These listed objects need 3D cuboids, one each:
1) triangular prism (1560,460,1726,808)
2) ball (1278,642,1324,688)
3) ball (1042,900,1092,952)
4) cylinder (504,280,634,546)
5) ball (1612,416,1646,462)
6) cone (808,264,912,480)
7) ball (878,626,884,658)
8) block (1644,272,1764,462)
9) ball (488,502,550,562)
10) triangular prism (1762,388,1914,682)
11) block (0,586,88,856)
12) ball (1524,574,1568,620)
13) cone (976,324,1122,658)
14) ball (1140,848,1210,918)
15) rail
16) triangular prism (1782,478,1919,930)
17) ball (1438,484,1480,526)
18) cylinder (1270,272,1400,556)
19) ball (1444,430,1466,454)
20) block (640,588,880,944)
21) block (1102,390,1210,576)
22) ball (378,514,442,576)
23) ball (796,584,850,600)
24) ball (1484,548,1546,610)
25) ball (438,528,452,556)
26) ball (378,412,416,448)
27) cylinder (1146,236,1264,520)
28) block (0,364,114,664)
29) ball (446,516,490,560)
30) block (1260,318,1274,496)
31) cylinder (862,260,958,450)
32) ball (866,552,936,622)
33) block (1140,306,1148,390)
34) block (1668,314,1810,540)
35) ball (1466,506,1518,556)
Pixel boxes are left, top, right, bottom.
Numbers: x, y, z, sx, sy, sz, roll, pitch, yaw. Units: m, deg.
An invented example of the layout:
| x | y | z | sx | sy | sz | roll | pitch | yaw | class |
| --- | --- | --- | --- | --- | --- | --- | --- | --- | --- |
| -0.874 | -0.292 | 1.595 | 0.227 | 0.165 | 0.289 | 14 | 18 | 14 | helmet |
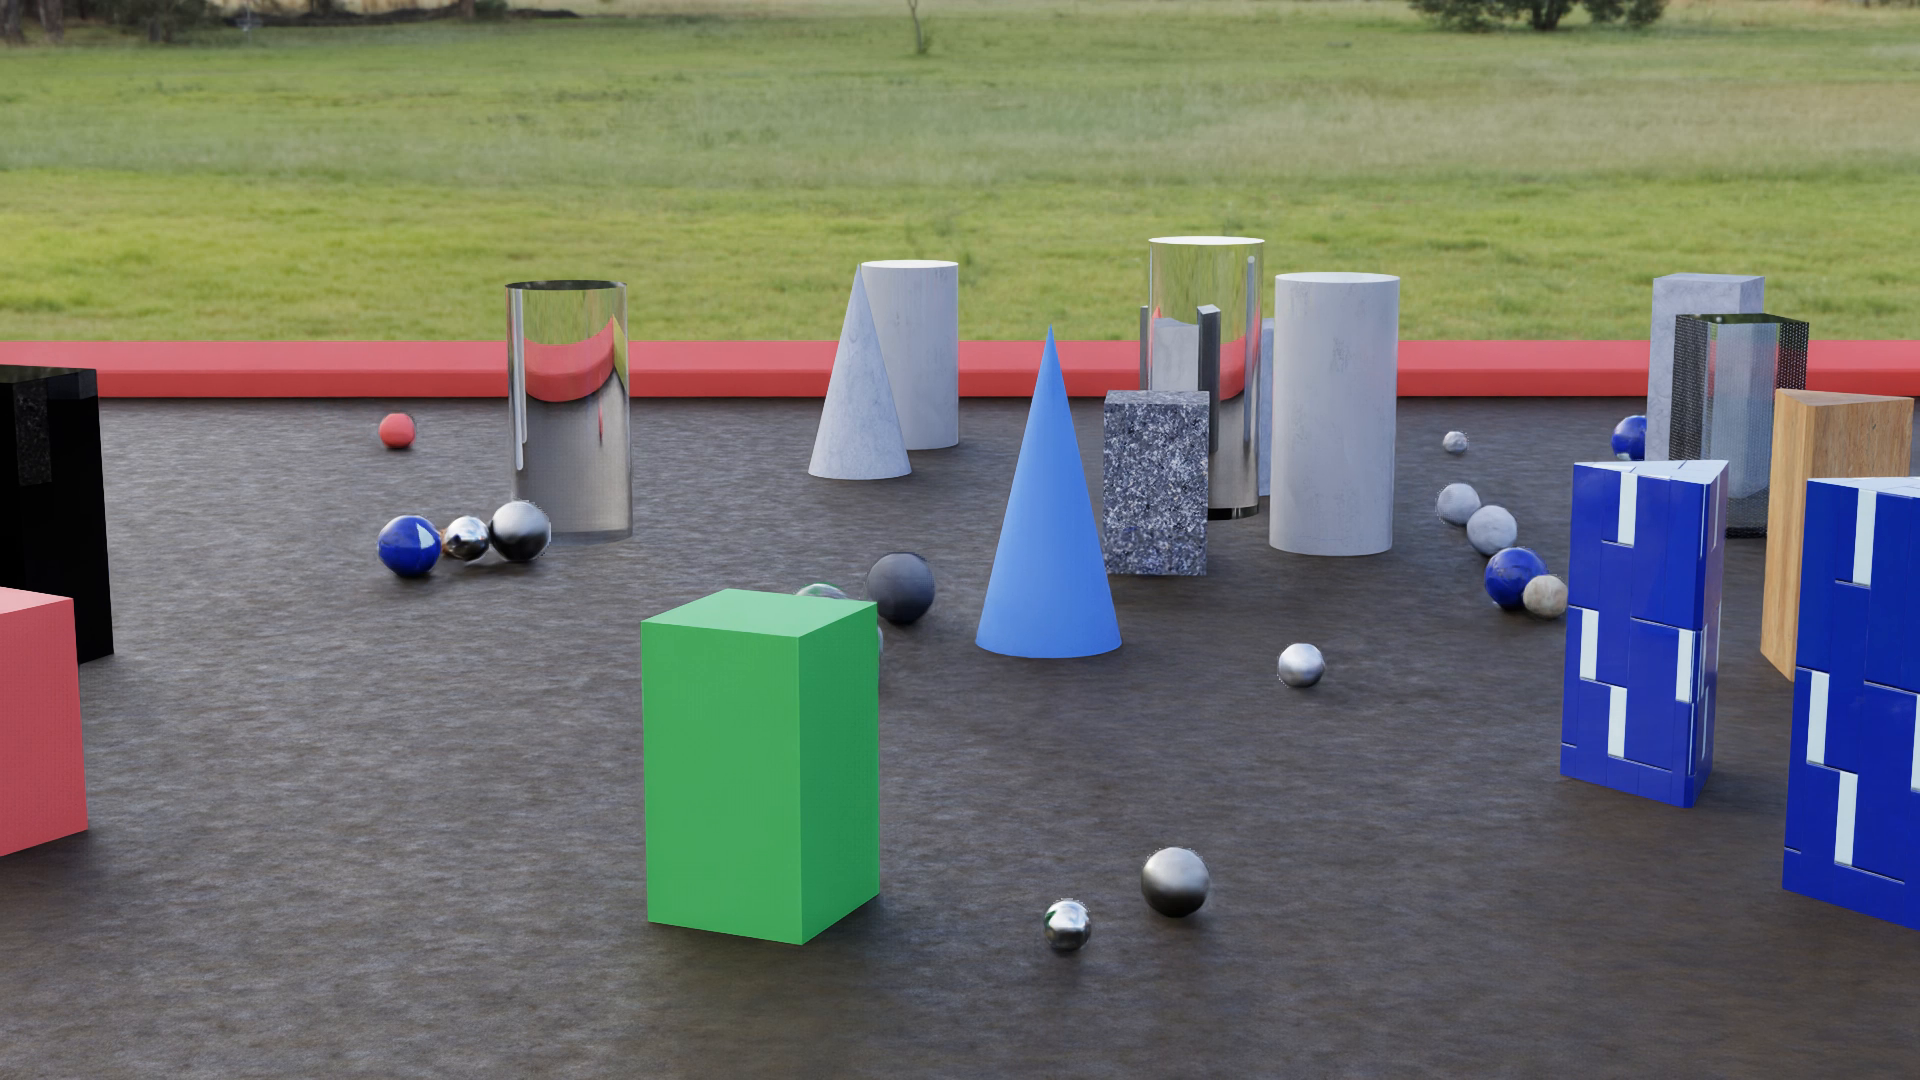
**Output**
| x | y | z | sx | sy | sz | roll | pitch | yaw | class |
| --- | --- | --- | --- | --- | --- | --- | --- | --- | --- |
| 0.726 | 0.086 | 2.608 | 0.139 | 0.324 | 0.161 | -8 | 13 | -36 | triangular prism |
| 0.401 | 0.148 | 3.013 | 0.054 | 0.054 | 0.054 | 0 | 11 | 0 | ball |
| 0.089 | 0.320 | 2.126 | 0.042 | 0.042 | 0.042 | 0 | 11 | 0 | ball |
| -0.602 | -0.199 | 3.956 | 0.186 | 0.388 | 0.186 | 0 | 11 | 0 | cylinder |
| 1.230 | -0.180 | 4.659 | 0.093 | 0.093 | 0.093 | 0 | 11 | 0 | ball |
| -0.180 | -0.308 | 4.578 | 0.186 | 0.375 | 0.186 | 0 | 11 | 0 | cone |
| -0.127 | 0.123 | 3.098 | 0.070 | 0.070 | 0.070 | 0 | 11 | 0 | ball |
| 1.289 | -0.275 | 4.444 | 0.149 | 0.359 | 0.149 | 7 | 12 | 32 | block |
| -0.649 | -0.013 | 3.780 | 0.088 | 0.088 | 0.088 | 0 | 11 | 0 | ball |
| 1.033 | -0.012 | 3.113 | 0.161 | 0.330 | 0.139 | -5 | 12 | -25 | triangular prism |
| -0.940 | 0.171 | 2.419 | 0.149 | 0.227 | 0.149 | 6 | 12 | 31 | block |
| 0.774 | 0.075 | 3.386 | 0.059 | 0.059 | 0.059 | 0 | 11 | 0 | ball |
| 0.112 | -0.071 | 3.223 | 0.186 | 0.406 | 0.186 | 0 | 11 | 0 | cone |
| 0.185 | 0.295 | 2.209 | 0.060 | 0.060 | 0.060 | 0 | 11 | 0 | ball |
| -0.013 | -0.372 | 5.606 | 4.413 | 0.121 | 0.045 | 0 | 11 | 0 | rail |
| 0.837 | 0.133 | 2.233 | 0.139 | 0.369 | 0.161 | -7 | 13 | -35 | triangular prism |
| 0.792 | -0.057 | 4.073 | 0.067 | 0.067 | 0.067 | 0 | 11 | 0 | ball |
| 0.565 | -0.193 | 3.876 | 0.186 | 0.407 | 0.186 | 0 | 11 | 0 | cylinder |
| 0.929 | -0.183 | 4.814 | 0.043 | 0.043 | 0.043 | 0 | 11 | 0 | ball |
| -0.170 | 0.191 | 2.213 | 0.149 | 0.263 | 0.149 | 5 | 12 | 24 | block |
| 0.286 | -0.085 | 3.735 | 0.149 | 0.247 | 0.149 | 1 | 11 | 5 | block |
| -0.787 | 0.008 | 3.666 | 0.089 | 0.089 | 0.089 | 0 | 11 | 0 | ball |
| -0.174 | 0.099 | 3.177 | 0.090 | 0.090 | 0.090 | 0 | 11 | 0 | ball |
| 0.747 | 0.051 | 3.449 | 0.083 | 0.083 | 0.083 | 0 | 11 | 0 | ball |
| -0.759 | 0.003 | 3.818 | 0.043 | 0.043 | 0.043 | 0 | 11 | 0 | ball |
| -1.069 | -0.208 | 4.873 | 0.069 | 0.069 | 0.069 | 0 | 11 | 0 | ball |
| 0.397 | -0.265 | 4.167 | 0.186 | 0.441 | 0.186 | 0 | 11 | 0 | cylinder |
| -1.149 | -0.026 | 3.119 | 0.149 | 0.356 | 0.149 | 4 | 11 | 20 | block |
| -0.718 | -0.002 | 3.744 | 0.065 | 0.065 | 0.065 | 0 | 11 | 0 | ball |
| 0.536 | -0.233 | 4.422 | 0.149 | 0.284 | 0.149 | -6 | 12 | -28 | block |
| -0.096 | -0.358 | 4.926 | 0.186 | 0.344 | 0.186 | 0 | 11 | 0 | cylinder |
| -0.078 | 0.062 | 3.365 | 0.092 | 0.092 | 0.092 | 0 | 11 | 0 | ball |
| 0.443 | -0.318 | 4.930 | 0.149 | 0.265 | 0.149 | 6 | 12 | 27 | block |
| 1.211 | -0.180 | 4.005 | 0.149 | 0.333 | 0.149 | -2 | 11 | -9 | block |
| 0.793 | -0.014 | 3.824 | 0.074 | 0.074 | 0.074 | 0 | 11 | 0 | ball |
